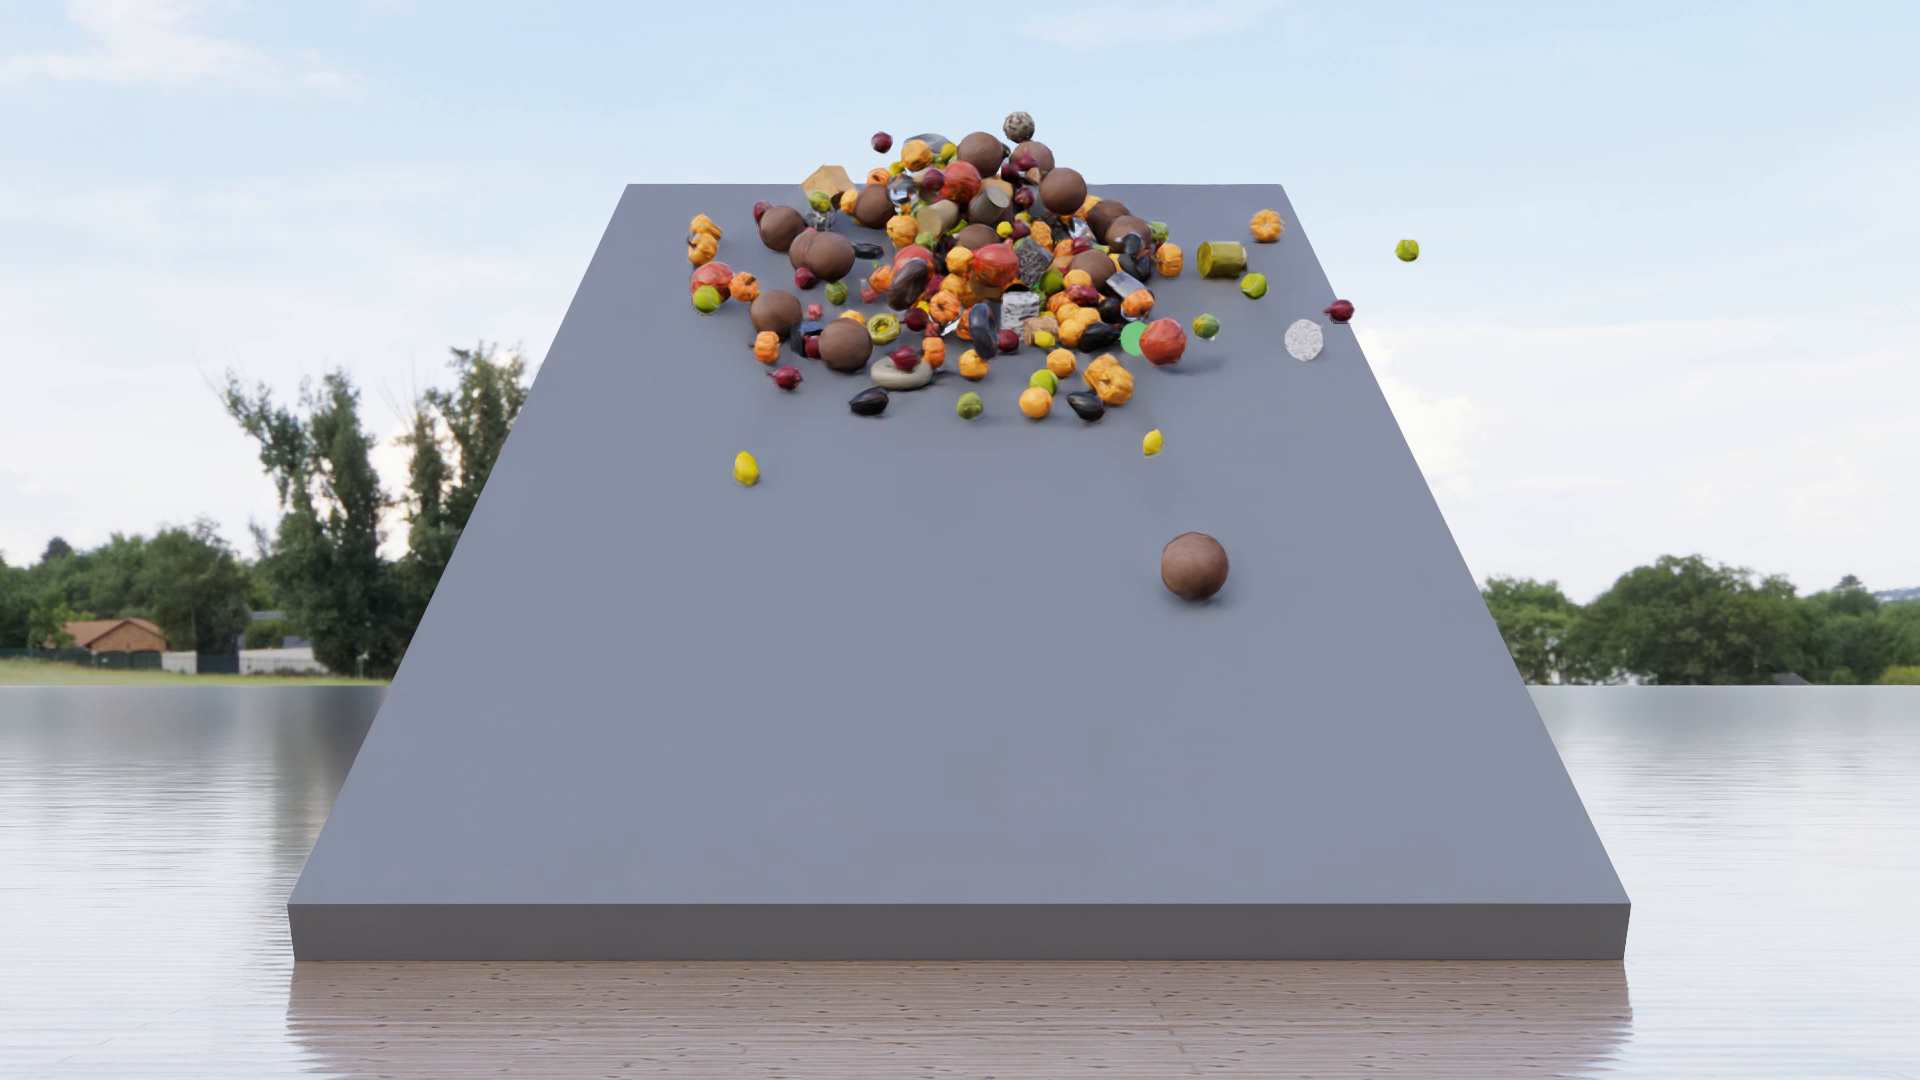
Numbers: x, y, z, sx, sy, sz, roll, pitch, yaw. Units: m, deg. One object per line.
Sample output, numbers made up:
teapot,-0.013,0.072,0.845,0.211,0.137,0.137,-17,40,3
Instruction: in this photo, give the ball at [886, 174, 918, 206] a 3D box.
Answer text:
ball,-0.160,-0.968,6.441,0.090,0.090,0.090,0,-3,0

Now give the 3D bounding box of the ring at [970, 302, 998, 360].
ring,0.056,-0.491,5.474,0.045,0.136,0.136,-9,-5,13

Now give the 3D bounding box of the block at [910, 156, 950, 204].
block,-0.087,-1.021,6.615,0.098,0.098,0.098,6,-18,7

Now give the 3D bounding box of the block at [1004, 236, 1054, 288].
block,0.177,-0.707,5.918,0.086,0.086,0.086,37,19,-7

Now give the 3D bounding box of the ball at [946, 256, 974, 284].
ball,0.000,-0.718,6.189,0.075,0.075,0.075,0,-3,0

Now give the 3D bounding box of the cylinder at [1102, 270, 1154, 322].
cylinder,0.427,-0.619,5.919,0.095,0.095,0.095,4,32,-47

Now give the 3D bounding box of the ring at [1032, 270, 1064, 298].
ring,0.233,-0.672,6.111,0.087,0.087,0.029,-2,-39,26

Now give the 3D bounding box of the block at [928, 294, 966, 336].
block,-0.032,-0.561,5.790,0.063,0.063,0.063,-34,-12,-21

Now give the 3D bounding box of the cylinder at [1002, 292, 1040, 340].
cylinder,0.151,-0.562,5.816,0.095,0.095,0.095,0,24,0

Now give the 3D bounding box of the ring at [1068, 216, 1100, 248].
ring,0.333,-0.812,6.254,0.043,0.129,0.129,-34,-4,-1

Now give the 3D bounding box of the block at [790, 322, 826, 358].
block,-0.373,-0.491,5.695,0.062,0.062,0.062,-15,28,-30

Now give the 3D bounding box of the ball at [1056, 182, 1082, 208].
ball,0.311,-0.989,6.654,0.073,0.073,0.073,0,-3,0

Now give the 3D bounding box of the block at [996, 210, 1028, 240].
block,0.146,-0.887,6.573,0.062,0.062,0.062,-15,38,-32

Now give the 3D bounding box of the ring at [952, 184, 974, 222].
ring,-0.001,-0.971,6.707,0.120,0.120,0.040,2,-14,-31

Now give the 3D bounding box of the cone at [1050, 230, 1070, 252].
cone,0.291,-0.818,6.476,0.059,0.059,0.059,-21,-33,-15

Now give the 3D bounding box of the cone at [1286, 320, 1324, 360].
cone,0.859,-0.491,5.687,0.099,0.099,0.099,-2,7,31

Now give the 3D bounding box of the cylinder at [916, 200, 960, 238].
cylinder,-0.058,-0.873,6.325,0.085,0.085,0.085,-3,19,39

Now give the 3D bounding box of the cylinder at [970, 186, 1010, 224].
cylinder,0.081,-0.904,6.277,0.075,0.075,0.075,3,-33,-39

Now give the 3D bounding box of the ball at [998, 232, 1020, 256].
ball,0.134,-0.817,6.429,0.062,0.062,0.062,0,-3,0

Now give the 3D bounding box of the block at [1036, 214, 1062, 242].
block,0.252,-0.875,6.520,0.064,0.064,0.064,-13,3,6

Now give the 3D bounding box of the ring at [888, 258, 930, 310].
ring,-0.127,-0.627,5.715,0.048,0.143,0.143,33,5,14

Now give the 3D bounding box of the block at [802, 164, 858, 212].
block,-0.377,-1.014,6.711,0.096,0.096,0.096,-37,-13,30

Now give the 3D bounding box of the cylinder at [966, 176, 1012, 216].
cylinder,0.082,-0.962,6.500,0.095,0.095,0.095,7,-6,-26

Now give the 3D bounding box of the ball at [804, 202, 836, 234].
ball,-0.396,-0.917,6.616,0.091,0.091,0.091,0,-3,0

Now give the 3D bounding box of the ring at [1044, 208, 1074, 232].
ring,0.285,-0.911,6.626,0.114,0.038,0.114,22,1,0

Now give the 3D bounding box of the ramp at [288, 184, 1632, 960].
ramp,-0.008,-0.228,5.307,2.000,0.100,4.000,0,24,0

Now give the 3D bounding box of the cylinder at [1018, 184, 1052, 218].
cylinder,0.209,-0.951,6.533,0.094,0.094,0.094,0,9,4

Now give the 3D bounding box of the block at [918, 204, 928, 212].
block,-0.077,-0.961,6.750,0.061,0.061,0.061,20,30,38

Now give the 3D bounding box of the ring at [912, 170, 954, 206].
ring,-0.075,-0.980,6.497,0.135,0.045,0.135,26,-26,14

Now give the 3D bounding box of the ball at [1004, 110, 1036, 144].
ball,0.169,-1.181,6.657,0.091,0.091,0.091,0,-3,0

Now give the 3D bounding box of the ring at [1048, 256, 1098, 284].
ring,0.307,-0.727,6.247,0.142,0.047,0.142,-1,25,0

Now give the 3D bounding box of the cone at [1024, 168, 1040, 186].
cone,0.213,-1.003,6.481,0.051,0.051,0.051,-25,-28,-14

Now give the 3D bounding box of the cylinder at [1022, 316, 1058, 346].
cylinder,0.199,-0.517,5.748,0.069,0.069,0.069,-7,-1,-16

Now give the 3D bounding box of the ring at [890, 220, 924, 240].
ring,-0.144,-0.878,6.593,0.114,0.038,0.114,-1,24,1

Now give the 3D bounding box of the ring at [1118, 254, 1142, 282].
ring,0.439,-0.694,5.999,0.034,0.101,0.101,-28,-6,4

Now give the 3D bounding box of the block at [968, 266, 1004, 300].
block,0.066,-0.656,5.924,0.060,0.060,0.060,-12,40,-36

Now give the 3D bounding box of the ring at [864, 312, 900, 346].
ring,-0.188,-0.514,5.674,0.091,0.091,0.030,-1,-32,15

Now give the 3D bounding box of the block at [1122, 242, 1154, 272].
block,0.477,-0.765,6.281,0.055,0.055,0.055,3,-33,45

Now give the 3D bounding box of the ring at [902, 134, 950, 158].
ring,-0.096,-1.125,6.655,0.139,0.046,0.139,-3,25,1

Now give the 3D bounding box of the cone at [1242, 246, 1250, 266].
cone,0.744,-0.762,6.316,0.061,0.061,0.061,-26,3,-14

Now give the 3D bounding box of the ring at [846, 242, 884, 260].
ring,-0.254,-0.773,6.225,0.105,0.035,0.105,4,15,-1

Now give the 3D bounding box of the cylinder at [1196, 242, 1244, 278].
cylinder,0.697,-0.752,6.233,0.094,0.094,0.094,-1,-3,-20

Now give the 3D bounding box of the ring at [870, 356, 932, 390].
ring,-0.139,-0.395,5.500,0.148,0.049,0.148,0,23,0

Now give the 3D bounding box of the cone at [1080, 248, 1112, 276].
cone,0.353,-0.759,6.199,0.080,0.080,0.080,27,-4,0

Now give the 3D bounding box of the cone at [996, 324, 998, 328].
cone,0.050,-0.555,5.804,0.072,0.072,0.072,-14,35,10

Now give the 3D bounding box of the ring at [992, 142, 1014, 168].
ring,0.123,-1.121,6.782,0.081,0.081,0.027,3,-14,-45

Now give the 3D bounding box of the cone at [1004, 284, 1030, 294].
cone,0.133,-0.612,6.000,0.084,0.084,0.084,1,-5,-23
